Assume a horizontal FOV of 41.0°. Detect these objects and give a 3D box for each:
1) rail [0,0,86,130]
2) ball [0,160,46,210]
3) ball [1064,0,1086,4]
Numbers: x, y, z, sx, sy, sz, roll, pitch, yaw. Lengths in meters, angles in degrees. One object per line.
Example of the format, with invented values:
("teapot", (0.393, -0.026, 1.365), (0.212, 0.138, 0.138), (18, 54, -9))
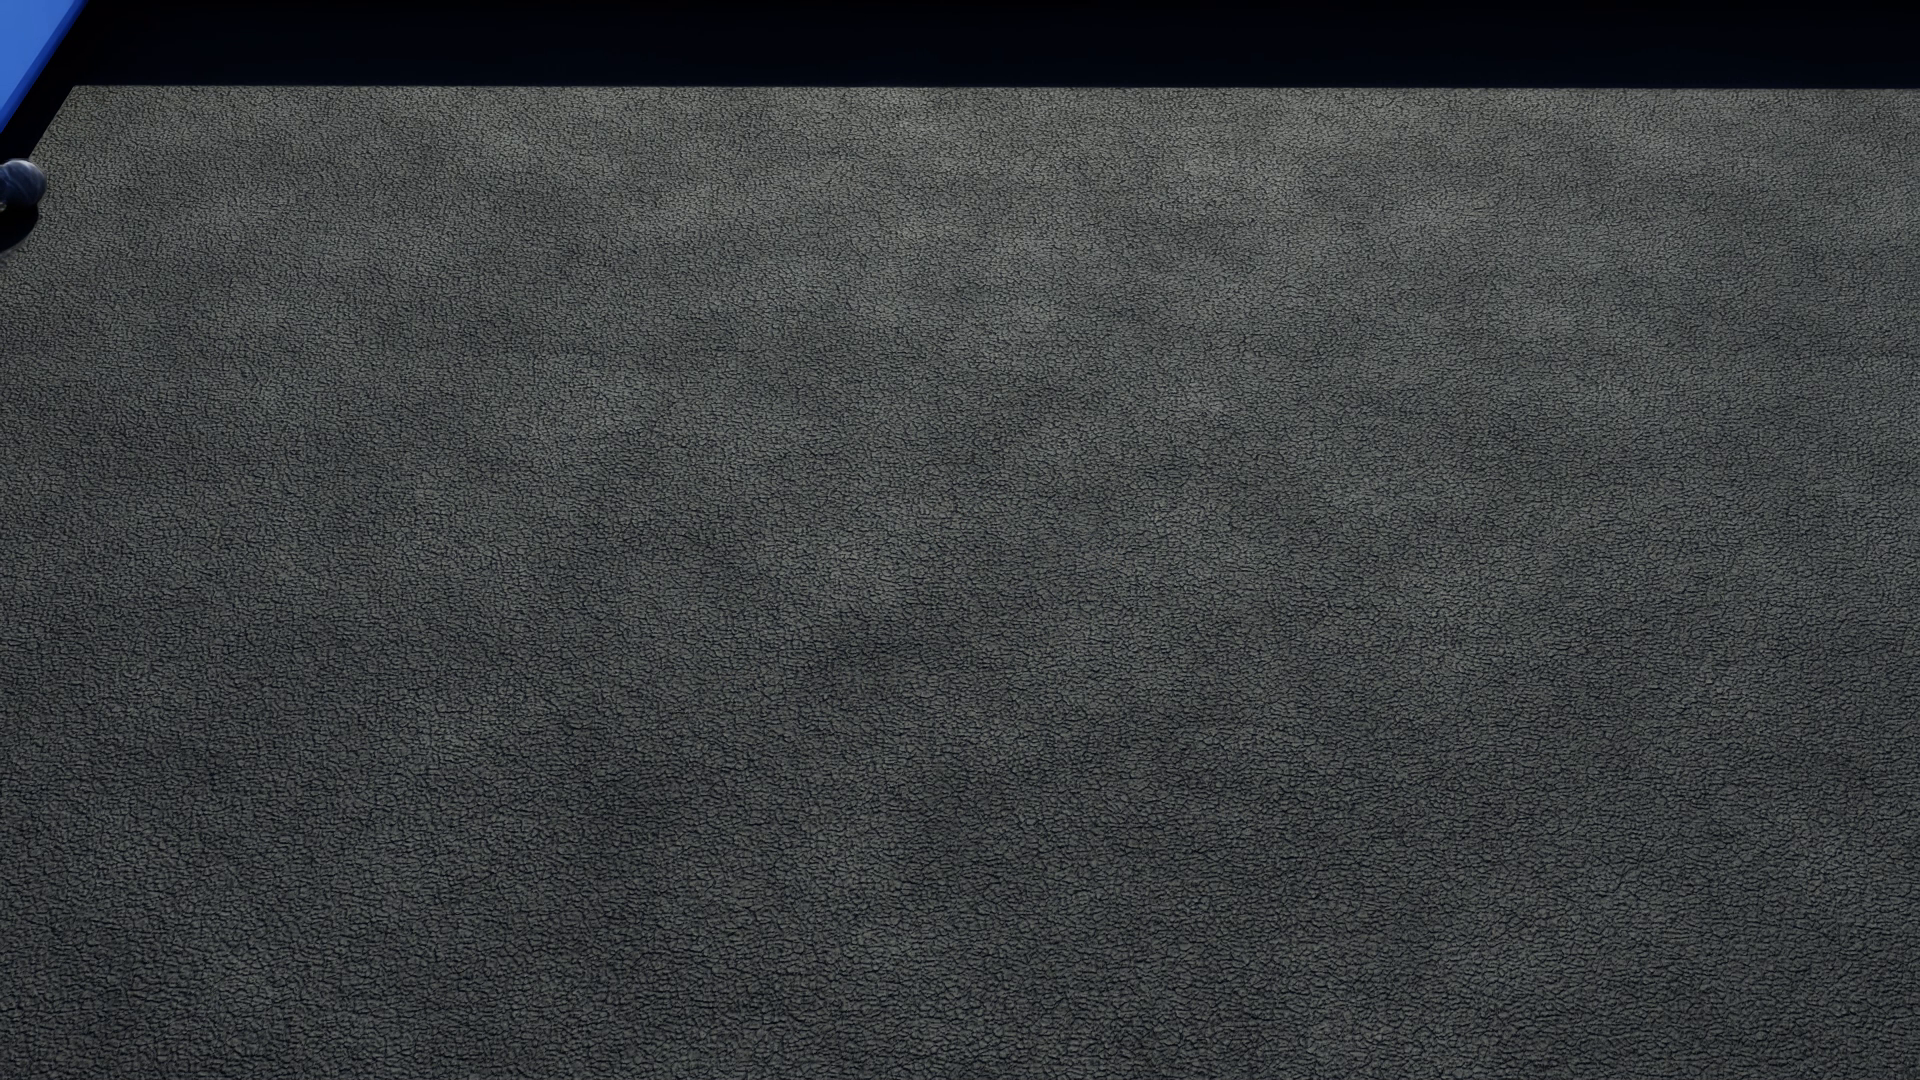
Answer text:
("rail", (-0.819, -0.034, 1.689), (0.045, 0.126, 1.936), (0, 36, 0))
("ball", (-0.778, -0.294, 2.120), (0.041, 0.041, 0.041), (0, 36, 0))
("ball", (0.110, -0.539, 2.446), (0.053, 0.053, 0.053), (0, 36, 0))
